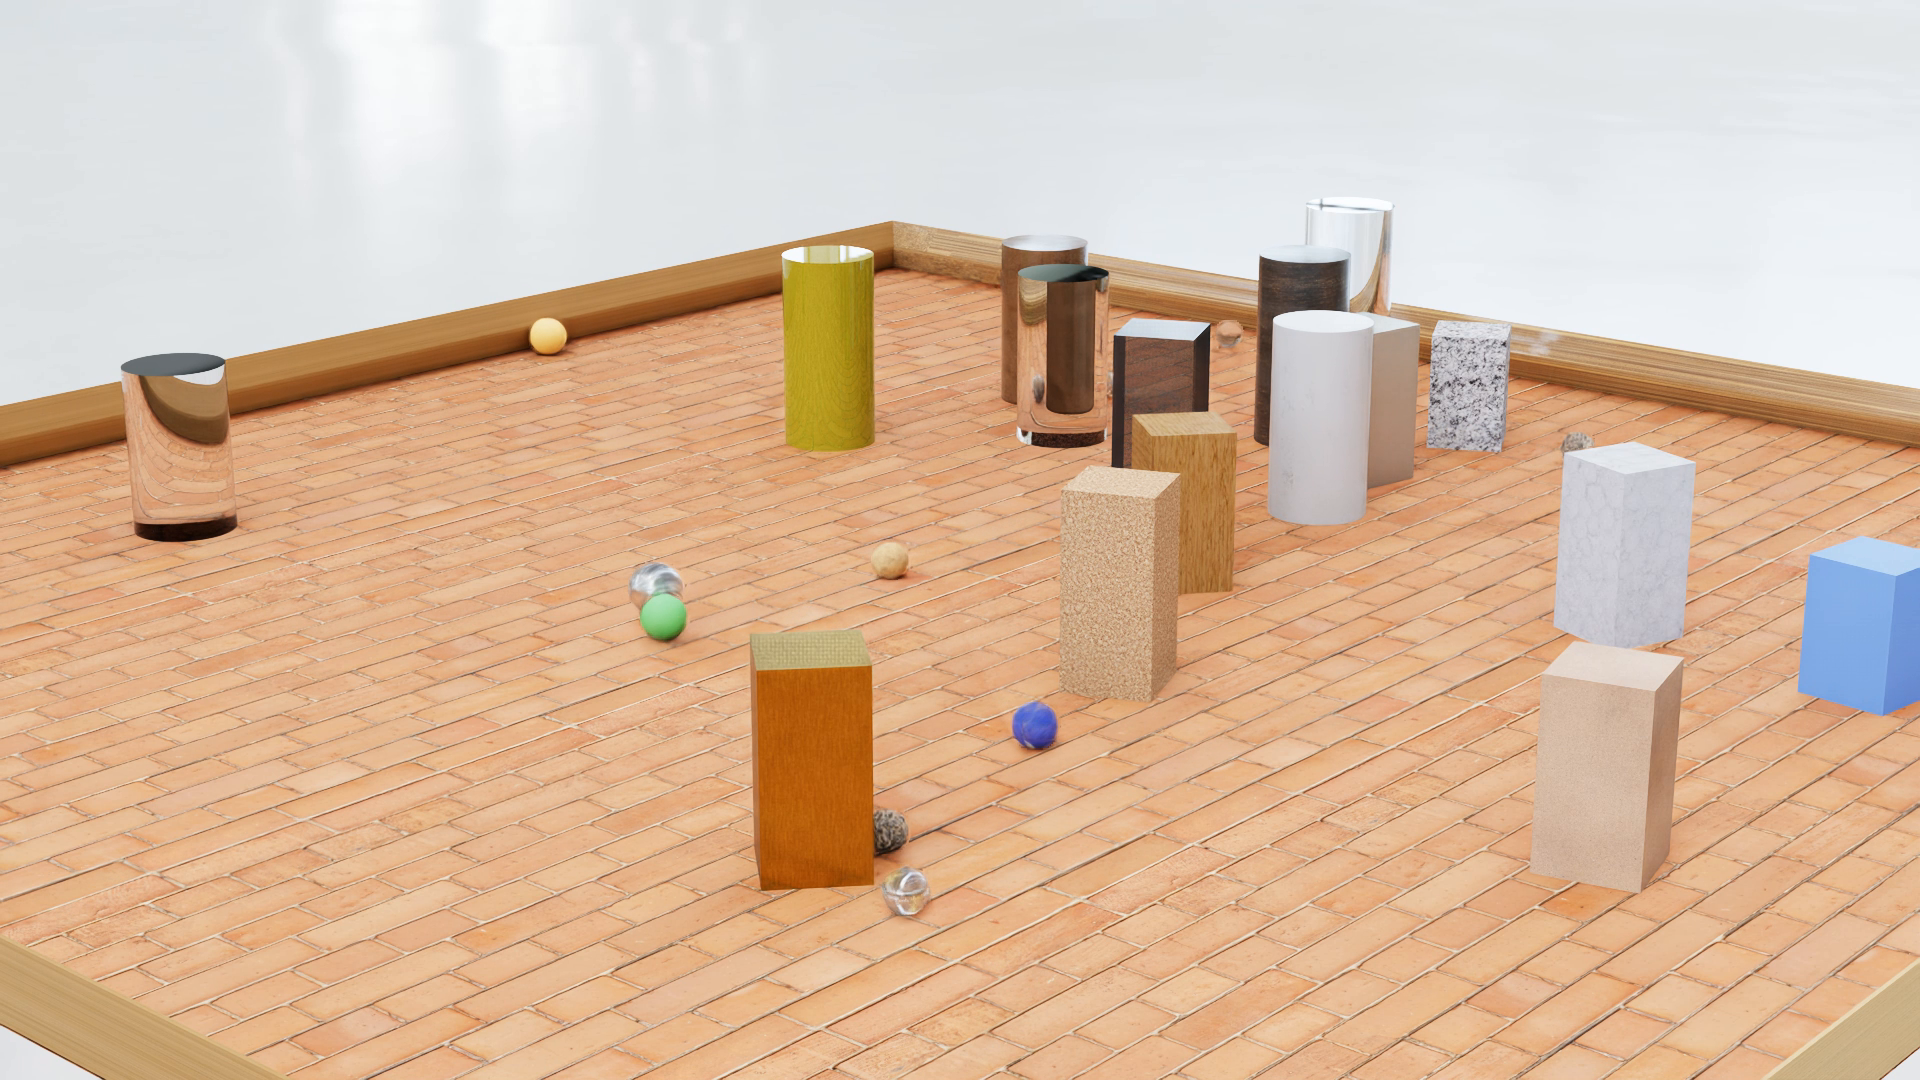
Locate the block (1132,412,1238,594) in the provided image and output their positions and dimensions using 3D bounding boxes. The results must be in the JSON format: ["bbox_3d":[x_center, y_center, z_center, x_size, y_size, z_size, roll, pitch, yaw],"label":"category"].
[{"bbox_3d":[0.391,-0.065,5.157,0.151,0.288,0.151,-3,17,-9],"label":"block"}]

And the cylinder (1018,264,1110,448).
[{"bbox_3d":[0.214,-0.384,6.104,0.189,0.349,0.189,0,17,0],"label":"cylinder"}]

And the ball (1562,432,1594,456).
[{"bbox_3d":[1.251,-0.187,5.945,0.064,0.064,0.064,0,17,0],"label":"ball"}]

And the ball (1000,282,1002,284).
[{"bbox_3d":[0.129,-0.661,7.543,0.048,0.048,0.048,0,17,0],"label":"ball"}]

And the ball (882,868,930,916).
[{"bbox_3d":[-0.070,0.457,3.817,0.062,0.062,0.062,0,17,0],"label":"ball"}]

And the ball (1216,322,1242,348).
[{"bbox_3d":[0.636,-0.487,6.944,0.060,0.060,0.060,0,17,0],"label":"ball"}]

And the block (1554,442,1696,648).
[{"bbox_3d":[1.105,0.009,4.882,0.151,0.304,0.151,-9,19,-27],"label":"block"}]

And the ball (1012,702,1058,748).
[{"bbox_3d":[0.112,0.277,4.398,0.071,0.071,0.071,0,17,0],"label":"ball"}]

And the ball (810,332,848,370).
[{"bbox_3d":[-0.299,-0.434,6.725,0.086,0.086,0.086,0,17,0],"label":"ball"}]

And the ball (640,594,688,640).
[{"bbox_3d":[-0.492,0.129,4.876,0.077,0.077,0.077,0,17,0],"label":"ball"}]

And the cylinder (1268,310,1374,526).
[{"bbox_3d":[0.683,-0.233,5.564,0.189,0.372,0.189,0,17,0],"label":"cylinder"}]

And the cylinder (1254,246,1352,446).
[{"bbox_3d":[0.709,-0.400,6.081,0.189,0.393,0.189,0,17,0],"label":"cylinder"}]

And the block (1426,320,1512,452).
[{"bbox_3d":[1.057,-0.320,6.087,0.151,0.237,0.151,4,17,13],"label":"block"}]

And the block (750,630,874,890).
[{"bbox_3d":[-0.199,0.293,3.931,0.151,0.310,0.151,-2,17,-7],"label":"block"}]

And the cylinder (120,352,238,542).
[{"bbox_3d":[-1.456,-0.174,5.469,0.189,0.315,0.189,0,17,0],"label":"cylinder"}]

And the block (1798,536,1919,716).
[{"bbox_3d":[1.432,0.133,4.604,0.151,0.228,0.151,-15,22,-40],"label":"block"}]

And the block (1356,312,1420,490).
[{"bbox_3d":[0.797,-0.276,5.810,0.151,0.313,0.151,-13,21,-37],"label":"block"}]

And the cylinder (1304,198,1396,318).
[{"bbox_3d":[0.828,-0.494,6.288,0.189,0.453,0.189,0,17,0],"label":"cylinder"}]

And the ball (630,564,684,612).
[{"bbox_3d":[-0.517,0.086,4.995,0.092,0.092,0.092,0,17,0],"label":"ball"}]

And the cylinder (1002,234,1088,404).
[{"bbox_3d":[0.185,-0.482,6.433,0.189,0.347,0.189,0,17,0],"label":"cylinder"}]

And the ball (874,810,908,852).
[{"bbox_3d":[-0.100,0.398,4.017,0.059,0.059,0.059,0,17,0],"label":"ball"}]

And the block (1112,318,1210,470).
[{"bbox_3d":[0.376,-0.214,5.501,0.151,0.372,0.151,5,18,16],"label":"block"}]

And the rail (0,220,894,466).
[{"bbox_3d":[-1.498,-0.346,6.366,0.045,0.122,4.073,14,22,39],"label":"rail"}]

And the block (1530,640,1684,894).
[{"bbox_3d":[0.870,0.303,3.942,0.151,0.285,0.151,9,19,26],"label":"block"}]

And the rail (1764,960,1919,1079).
[{"bbox_3d":[1.498,0.407,3.876,0.045,0.122,4.073,14,22,39],"label":"rail"}]

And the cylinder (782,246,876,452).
[{"bbox_3d":[-0.271,-0.398,6.073,0.189,0.393,0.189,0,17,0],"label":"cylinder"}]

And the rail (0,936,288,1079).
[{"bbox_3d":[-1.320,0.470,3.666,4.014,0.122,0.045,14,22,39],"label":"rail"}]

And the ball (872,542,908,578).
[{"bbox_3d":[-0.124,0.036,5.205,0.065,0.065,0.065,0,17,0],"label":"ball"}]

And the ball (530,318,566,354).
[{"bbox_3d":[-0.965,-0.477,6.868,0.086,0.086,0.086,0,17,0],"label":"ball"}]

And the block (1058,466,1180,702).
[{"bbox_3d":[0.253,0.068,4.636,0.151,0.333,0.151,6,18,18],"label":"block"}]

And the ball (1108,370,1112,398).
[{"bbox_3d":[0.323,-0.345,6.472,0.062,0.062,0.062,0,17,0],"label":"ball"}]

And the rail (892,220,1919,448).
[{"bbox_3d":[1.320,-0.409,6.576,4.014,0.122,0.045,14,22,39],"label":"rail"}]
